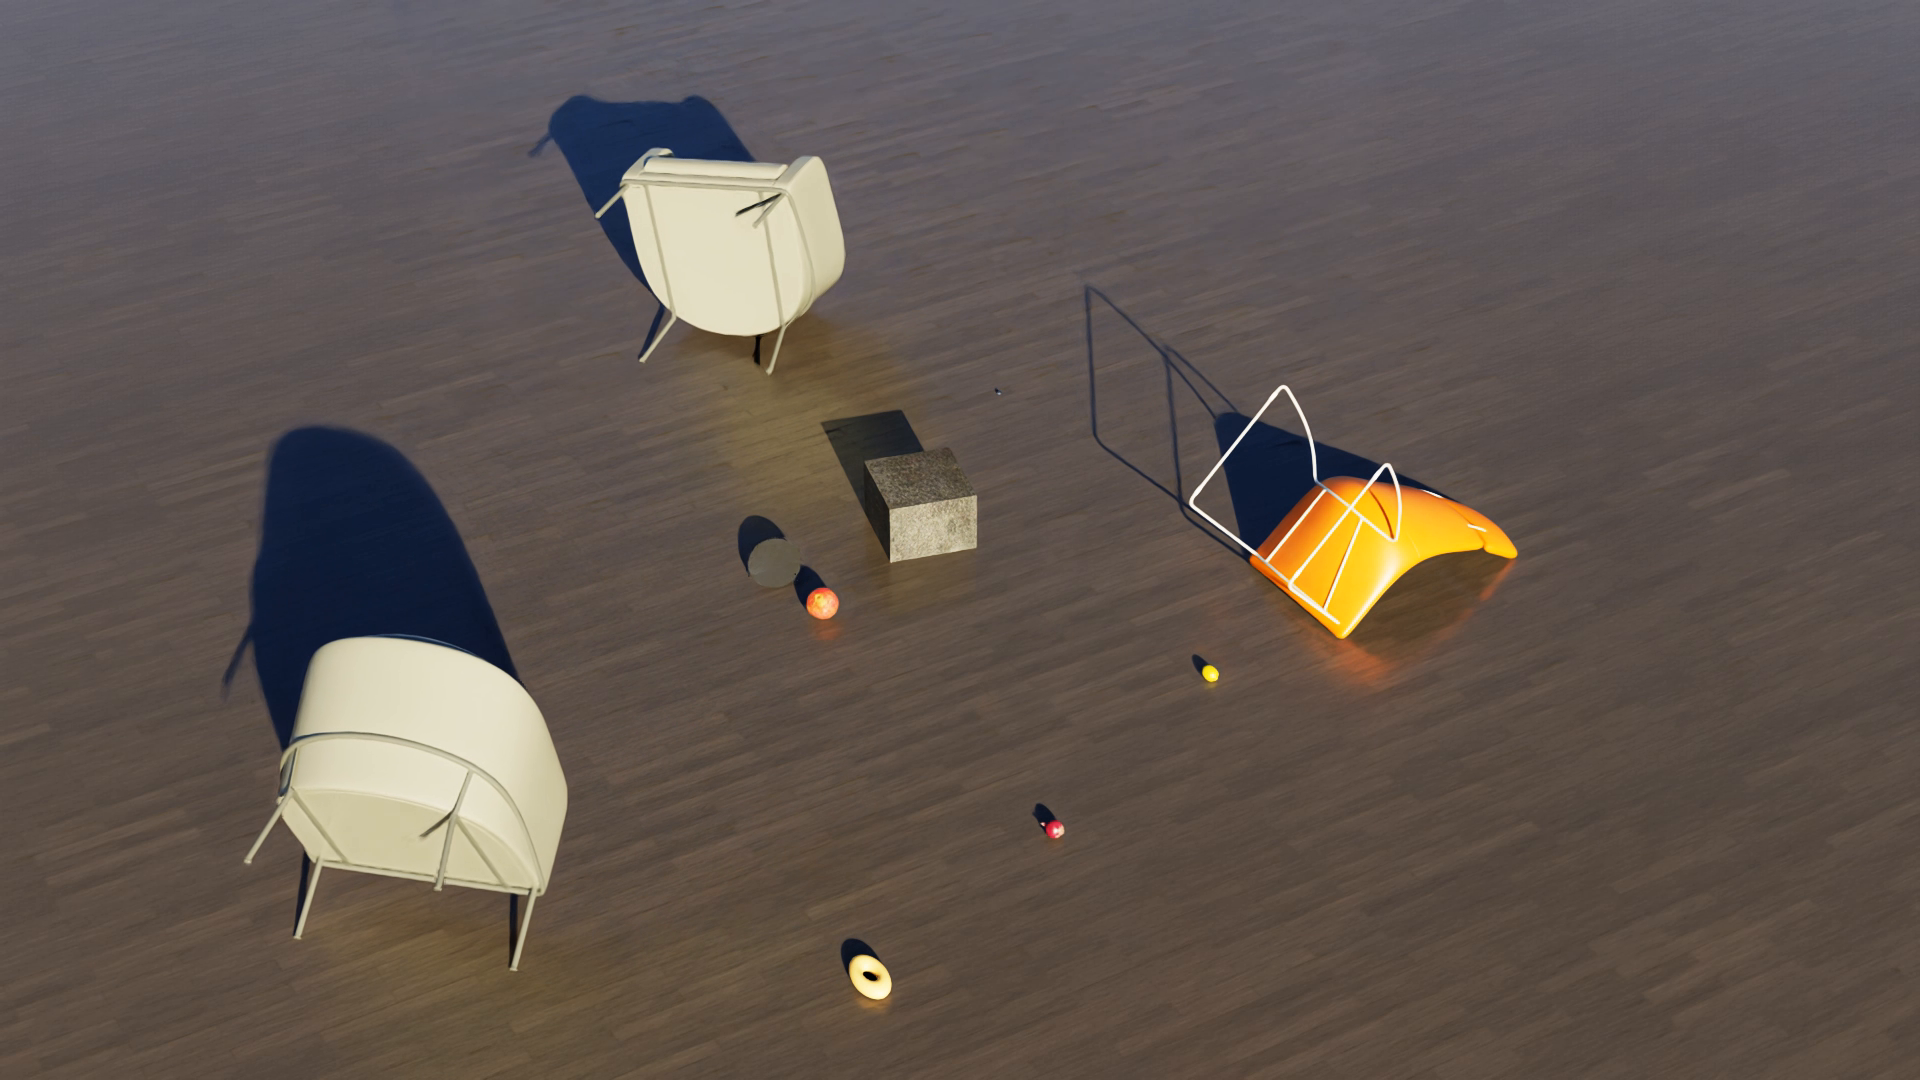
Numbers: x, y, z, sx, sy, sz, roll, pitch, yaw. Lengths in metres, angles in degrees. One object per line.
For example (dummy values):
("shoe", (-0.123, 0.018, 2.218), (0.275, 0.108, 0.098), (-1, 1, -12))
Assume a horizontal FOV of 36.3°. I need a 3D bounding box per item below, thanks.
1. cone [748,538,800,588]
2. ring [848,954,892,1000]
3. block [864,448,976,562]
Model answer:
("cone", (-0.676, 0.096, 10.745), (0.194, 0.074, 0.190), (2, 71, 3))
("ring", (-0.273, 1.324, 8.891), (0.112, 0.049, 0.196), (-13, 35, -22))
("block", (-0.149, -0.134, 10.937), (0.334, 0.231, 0.353), (-10, 35, -14))
